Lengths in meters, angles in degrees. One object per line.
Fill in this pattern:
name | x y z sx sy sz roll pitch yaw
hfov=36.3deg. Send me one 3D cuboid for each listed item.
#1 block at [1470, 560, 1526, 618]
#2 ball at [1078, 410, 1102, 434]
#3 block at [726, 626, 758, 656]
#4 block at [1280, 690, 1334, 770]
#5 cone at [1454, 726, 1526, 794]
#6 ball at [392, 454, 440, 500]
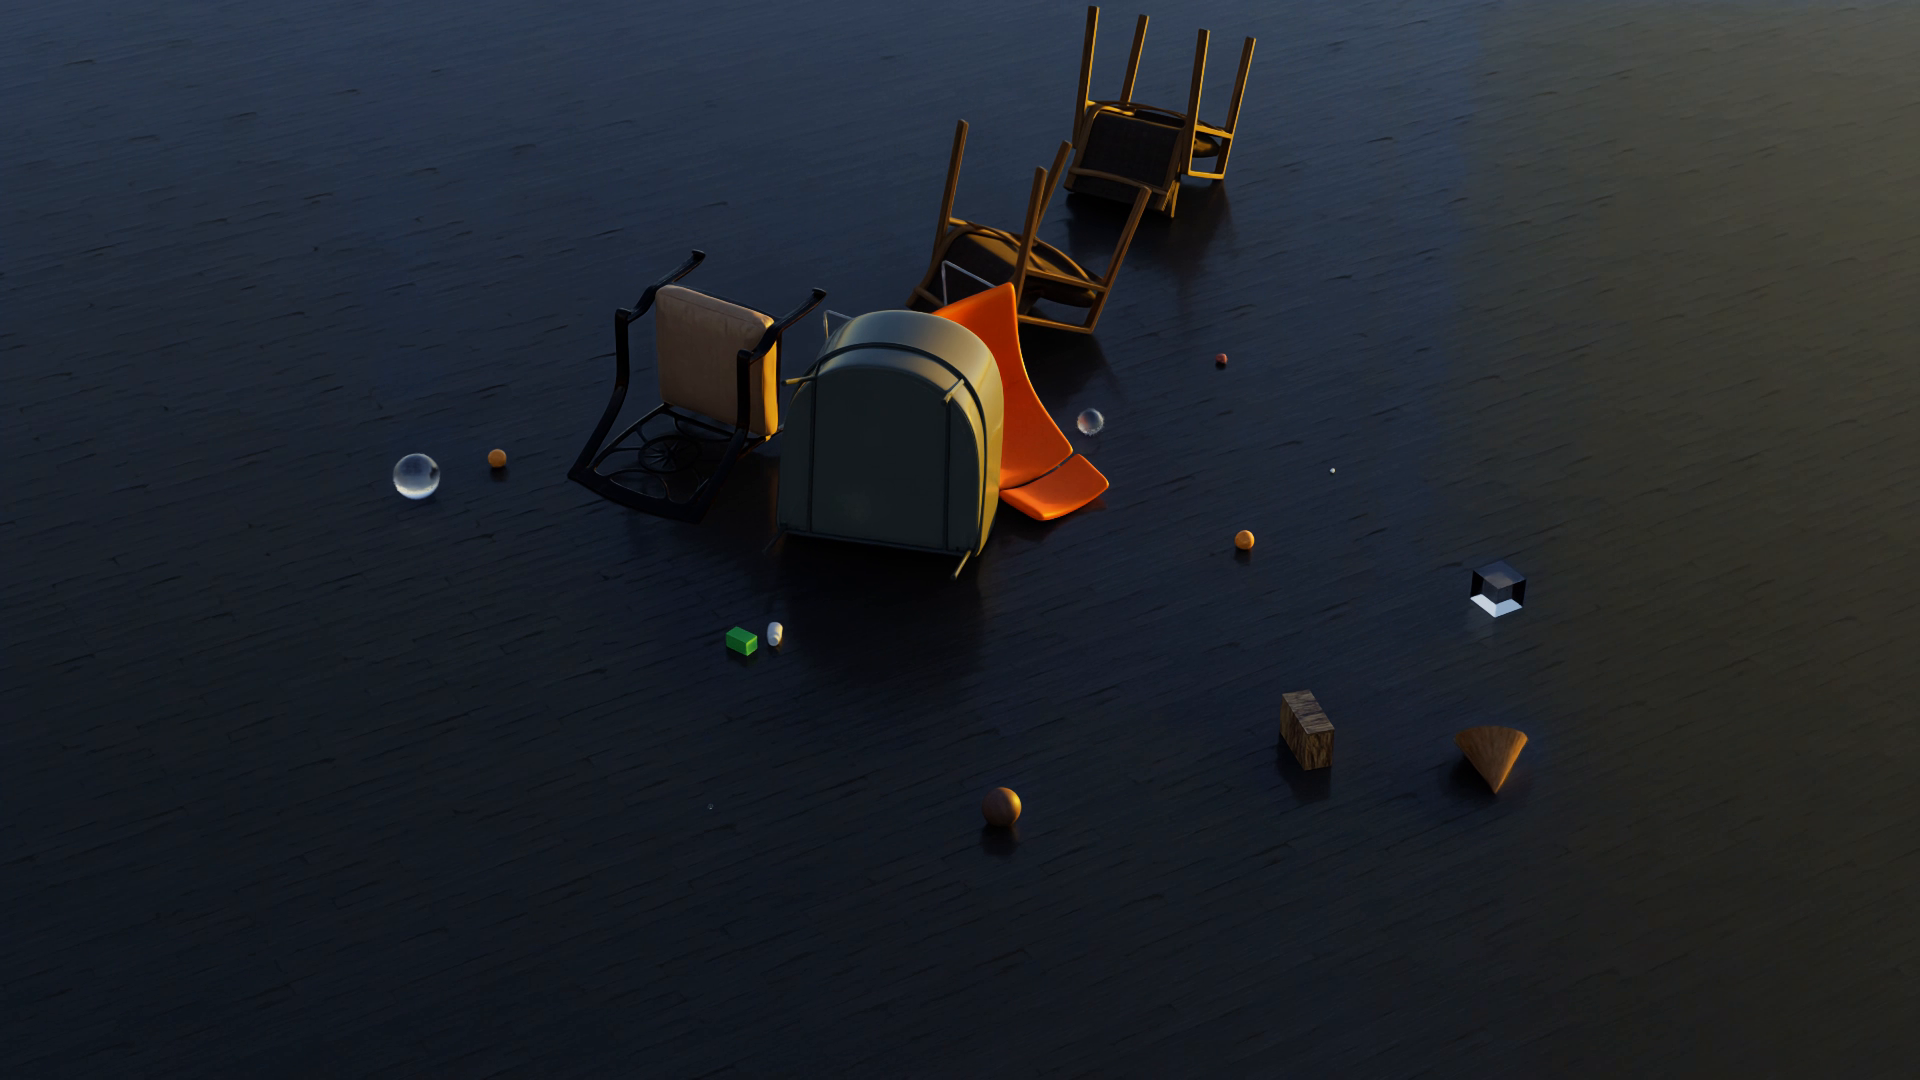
block | 1.939 0.176 10.566 0.128 0.122 0.141 -18 37 -25
ball | 0.513 -0.464 11.559 0.099 0.099 0.099 0 33 0
block | -0.771 0.357 10.354 0.097 0.055 0.058 23 40 31
block | 1.163 0.637 9.838 0.098 0.154 0.231 -9 34 -13
cone | 1.768 0.752 9.730 0.245 0.174 0.210 4 56 -3
ball | -2.066 -0.241 11.149 0.177 0.177 0.177 0 33 0
